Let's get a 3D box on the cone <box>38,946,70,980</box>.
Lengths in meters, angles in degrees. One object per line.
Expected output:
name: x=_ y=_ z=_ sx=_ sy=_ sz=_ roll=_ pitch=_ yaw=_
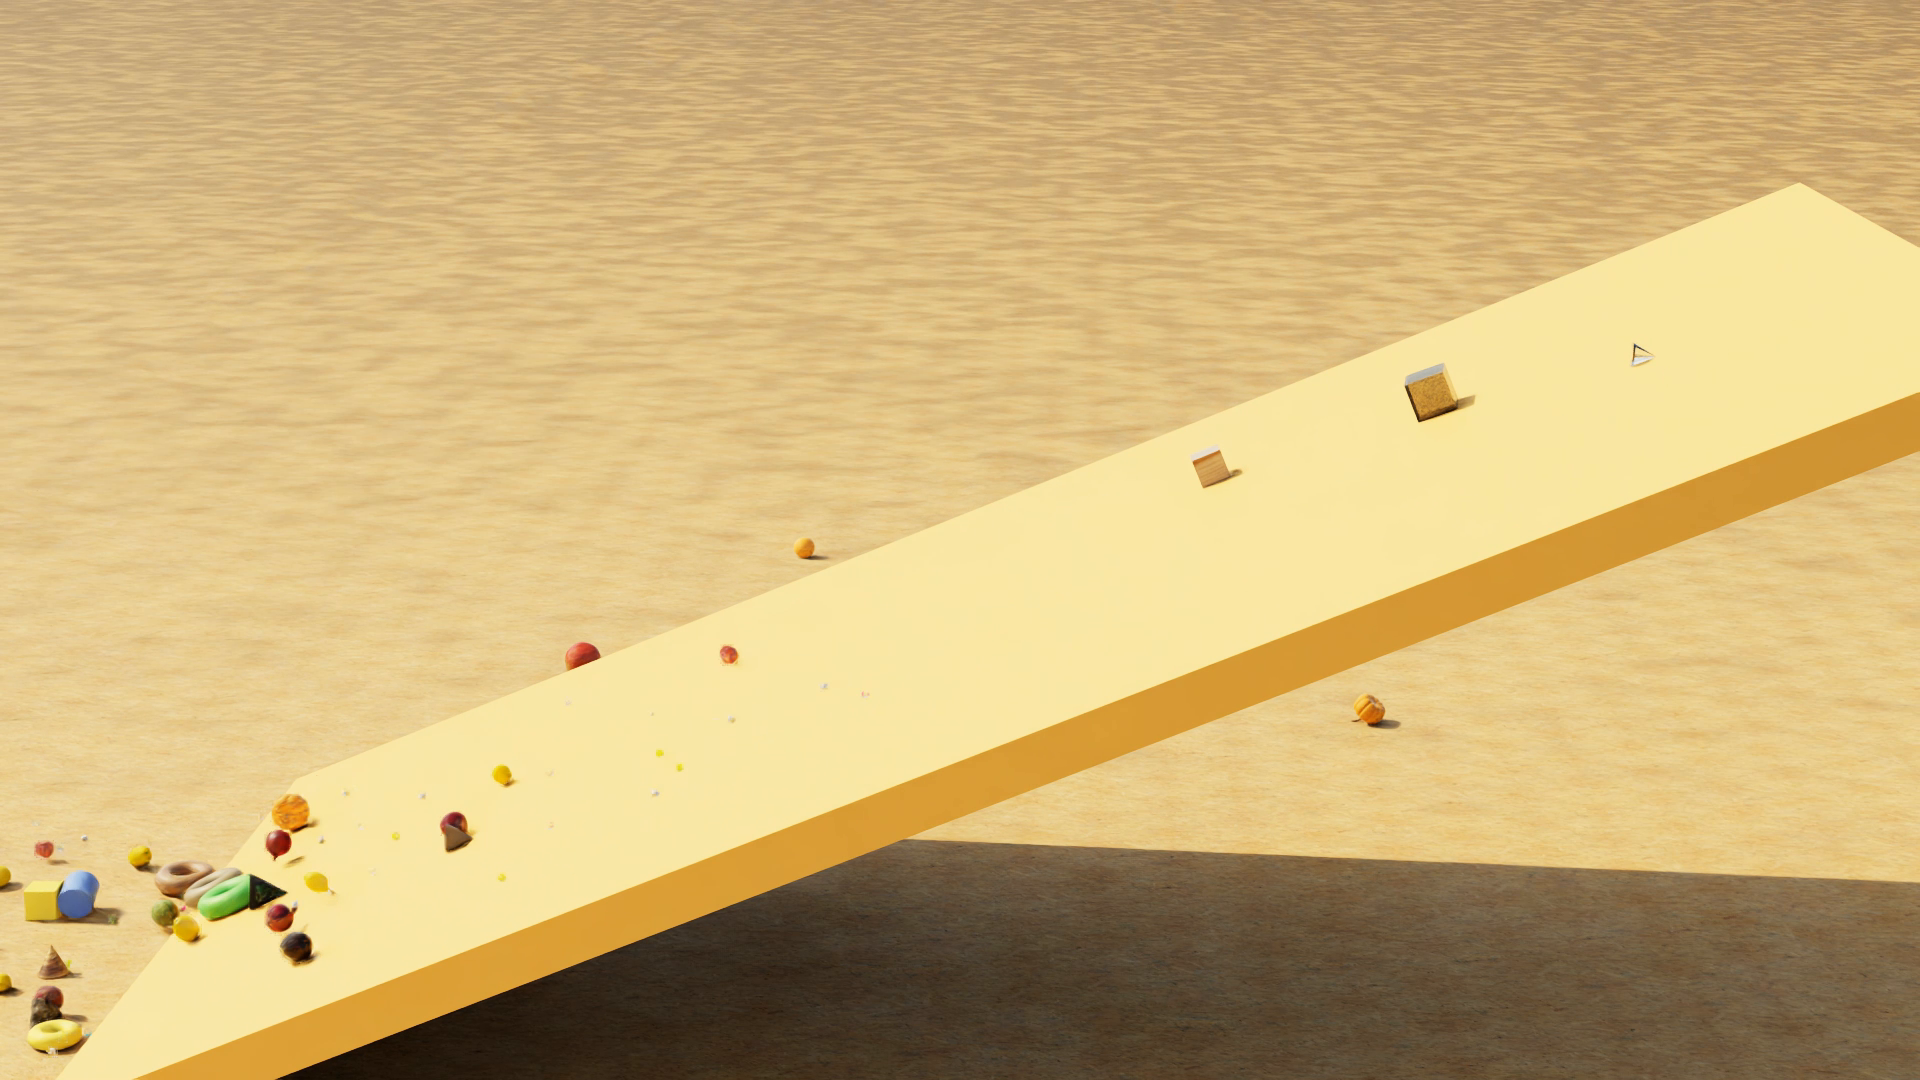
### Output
cone: x=-2.006 y=0.926 z=6.501 sx=0.070 sy=0.070 sz=0.070 roll=0 pitch=14 yaw=0

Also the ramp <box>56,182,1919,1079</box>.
ramp: x=0.127 y=0.172 z=6.288 sx=4.000 sy=0.100 sz=2.000 roll=-22 pitch=12 yaw=8

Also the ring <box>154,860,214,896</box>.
ring: x=-1.848 y=0.806 z=7.018 sx=0.144 sy=0.048 sz=0.144 roll=0 pitch=16 yaw=0

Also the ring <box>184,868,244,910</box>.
ring: x=-1.683 y=0.785 z=6.636 sx=0.143 sy=0.048 sz=0.143 roll=-23 pitch=11 yaw=5

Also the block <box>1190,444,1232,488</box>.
block: x=0.556 y=-0.164 z=6.536 sx=0.067 sy=0.067 sz=0.067 roll=-22 pitch=12 yaw=5

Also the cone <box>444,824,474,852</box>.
cone: x=-1.054 y=0.628 z=6.202 sx=0.062 sy=0.062 sz=0.062 roll=2 pitch=14 yaw=-13

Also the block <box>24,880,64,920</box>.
block: x=-2.130 y=0.839 z=6.841 sx=0.071 sy=0.071 sz=0.071 roll=0 pitch=14 yaw=-1

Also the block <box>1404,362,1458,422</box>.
block: x=1.011 y=-0.316 z=6.308 sx=0.087 sy=0.087 sz=0.087 roll=-20 pitch=13 yaw=17

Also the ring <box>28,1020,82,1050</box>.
ring: x=-1.891 y=1.034 z=6.144 sx=0.110 sy=0.037 sz=0.110 roll=0 pitch=13 yaw=0

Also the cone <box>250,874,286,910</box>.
cone: x=-1.506 y=0.768 z=6.413 sx=0.082 sy=0.082 sz=0.082 roll=2 pitch=13 yaw=-15

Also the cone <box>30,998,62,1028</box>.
cone: x=-1.949 y=1.018 z=6.217 sx=0.070 sy=0.070 sz=0.070 roll=5 pitch=42 yaw=20

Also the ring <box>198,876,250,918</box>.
ring: x=-1.612 y=0.788 z=6.496 sx=0.147 sy=0.049 sz=0.147 roll=-21 pitch=13 yaw=5

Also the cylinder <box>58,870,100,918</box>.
cylinder: x=-2.053 y=0.825 z=6.849 sx=0.080 sy=0.080 sz=0.080 roll=-1 pitch=26 yaw=-4
